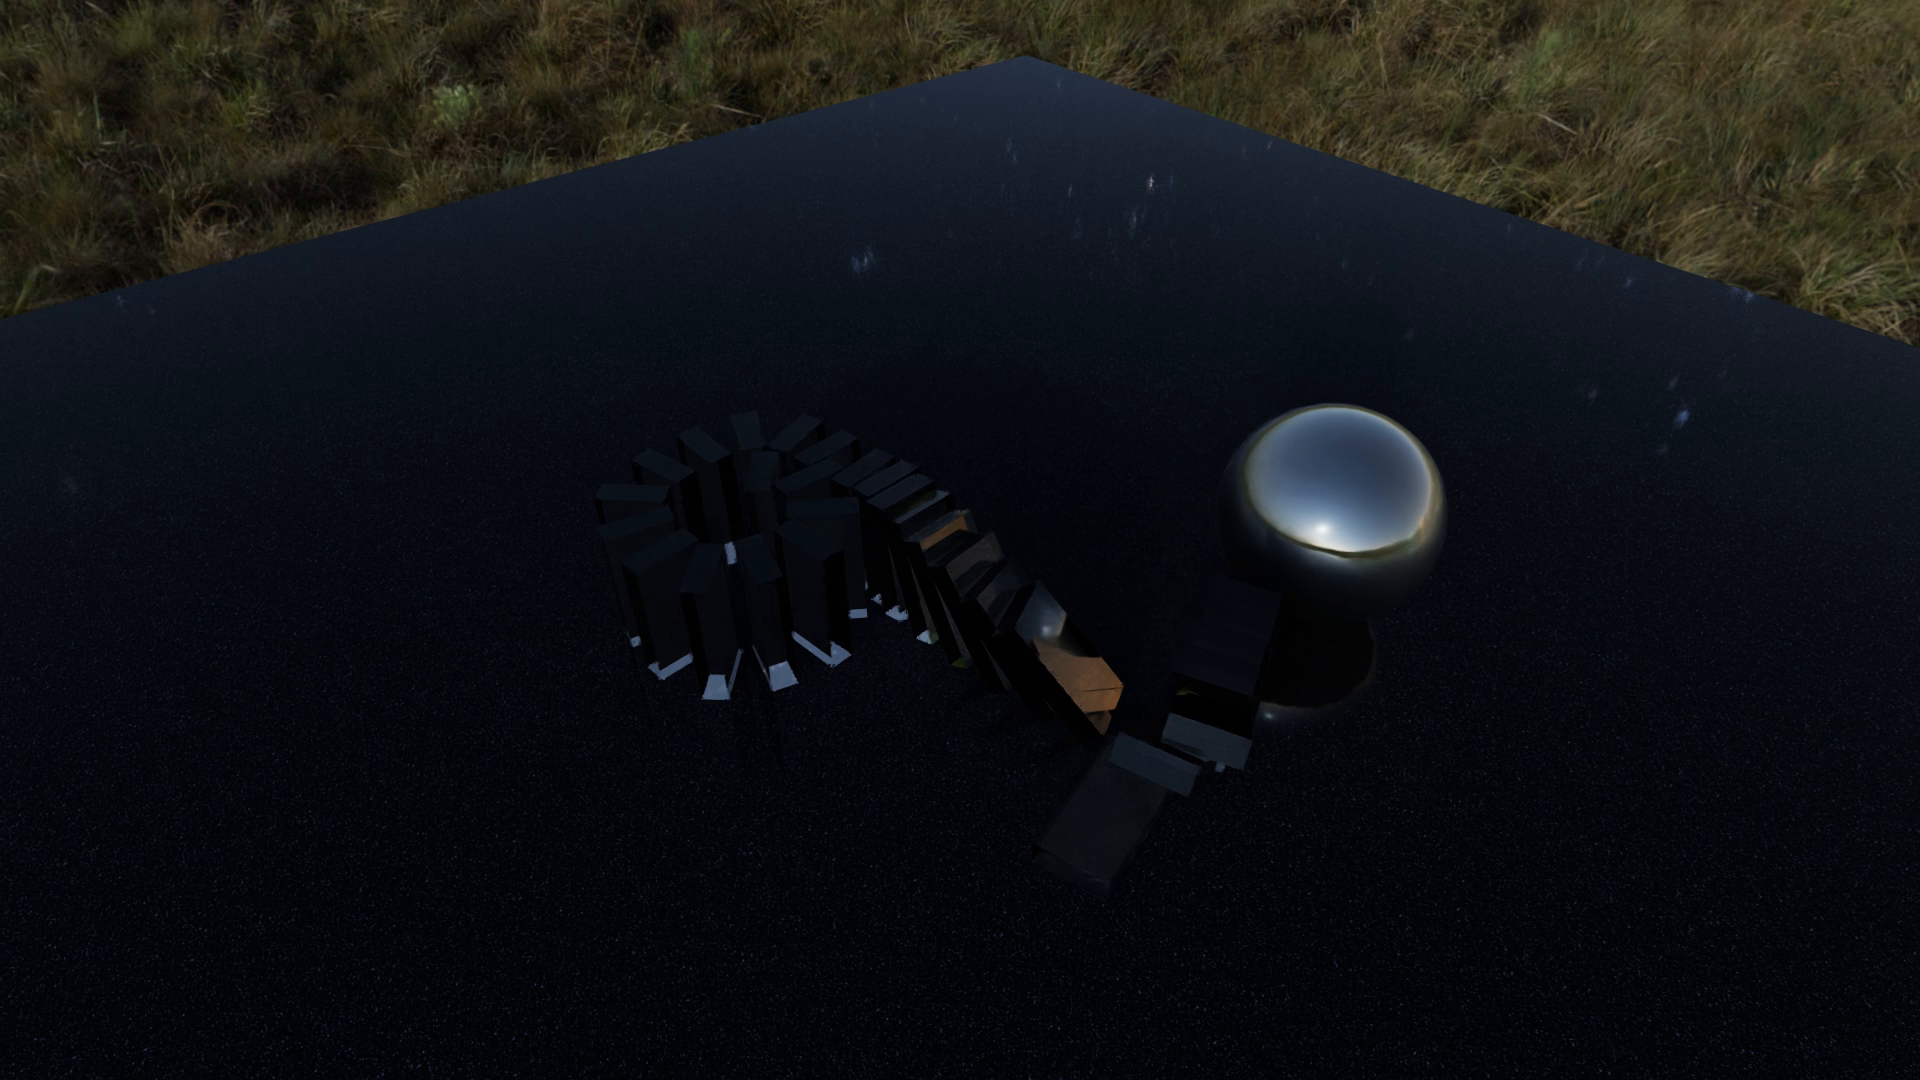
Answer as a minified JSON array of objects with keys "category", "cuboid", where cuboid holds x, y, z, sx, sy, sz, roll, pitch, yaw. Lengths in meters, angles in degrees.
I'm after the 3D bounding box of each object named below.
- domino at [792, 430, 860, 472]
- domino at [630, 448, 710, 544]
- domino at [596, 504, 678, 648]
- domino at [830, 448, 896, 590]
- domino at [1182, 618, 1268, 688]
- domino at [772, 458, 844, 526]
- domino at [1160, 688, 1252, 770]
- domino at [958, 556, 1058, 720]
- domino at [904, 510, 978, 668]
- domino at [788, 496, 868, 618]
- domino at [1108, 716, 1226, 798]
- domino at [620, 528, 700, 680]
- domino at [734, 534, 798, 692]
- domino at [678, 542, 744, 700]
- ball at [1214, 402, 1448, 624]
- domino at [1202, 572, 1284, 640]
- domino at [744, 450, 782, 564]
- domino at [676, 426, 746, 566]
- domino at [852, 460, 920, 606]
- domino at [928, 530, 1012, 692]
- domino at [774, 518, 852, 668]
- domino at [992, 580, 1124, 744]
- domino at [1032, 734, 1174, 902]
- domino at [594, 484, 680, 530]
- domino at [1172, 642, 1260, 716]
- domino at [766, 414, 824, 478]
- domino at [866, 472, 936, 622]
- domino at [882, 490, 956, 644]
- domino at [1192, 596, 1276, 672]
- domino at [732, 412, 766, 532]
[{"category":"domino","cuboid":[-0.050,-0.015,0.430,0.010,0.050,0.025,29,47,34]},{"category":"domino","cuboid":[-0.109,-0.008,0.421,0.025,0.050,0.009,24,45,27]},{"category":"domino","cuboid":[-0.111,0.013,0.395,0.025,0.050,0.010,-20,43,-23]},{"category":"domino","cuboid":[-0.035,-0.007,0.420,0.010,0.050,0.025,25,46,31]},{"category":"domino","cuboid":[0.089,0.039,0.367,0.025,0.050,0.010,17,79,19]},{"category":"domino","cuboid":[-0.055,-0.004,0.416,0.025,0.050,0.009,-27,44,-29]},{"category":"domino","cuboid":[0.078,0.059,0.347,0.025,0.010,0.050,18,5,13]},{"category":"domino","cuboid":[0.022,0.034,0.375,0.010,0.050,0.025,-19,19,46]},{"category":"domino","cuboid":[0.000,0.017,0.391,0.025,0.050,0.009,-33,23,-34]},{"category":"domino","cuboid":[-0.048,0.008,0.402,0.025,0.050,0.009,-4,40,-5]},{"category":"domino","cuboid":[0.066,0.066,0.340,0.025,0.009,0.050,21,5,24]},{"category":"domino","cuboid":[-0.100,0.023,0.384,0.025,0.050,0.009,-32,49,-33]},{"category":"domino","cuboid":[-0.067,0.025,0.380,0.009,0.050,0.025,-17,42,-19]},{"category":"domino","cuboid":[-0.085,0.028,0.377,0.009,0.050,0.025,1,39,2]},{"category":"ball","cuboid":[0.133,-0.010,0.400,0.080,0.080,0.080,0,39,0]},{"category":"domino","cuboid":[0.099,0.025,0.384,0.025,0.050,0.010,17,79,19]},{"category":"domino","cuboid":[-0.072,-0.006,0.419,0.009,0.050,0.025,-2,39,0]},{"category":"domino","cuboid":[-0.097,-0.017,0.432,0.009,0.050,0.025,-29,48,-31]},{"category":"domino","cuboid":[-0.025,-0.002,0.413,0.025,0.050,0.010,-32,41,-33]},{"category":"domino","cuboid":[0.011,0.025,0.383,0.025,0.050,0.009,-36,17,-35]},{"category":"domino","cuboid":[-0.052,0.019,0.388,0.025,0.050,0.010,30,48,32]},{"category":"domino","cuboid":[0.034,0.041,0.367,0.010,0.050,0.025,-25,22,40]},{"category":"domino","cuboid":[0.046,0.085,0.340,0.025,0.010,0.050,22,44,25]},{"category":"domino","cuboid":[-0.117,0.002,0.409,0.025,0.050,0.009,2,39,3]},{"category":"domino","cuboid":[0.084,0.046,0.359,0.025,0.050,0.010,17,79,19]},{"category":"domino","cuboid":[-0.063,-0.022,0.438,0.010,0.050,0.025,18,43,21]},{"category":"domino","cuboid":[-0.019,0.003,0.407,0.025,0.050,0.009,-32,41,-33]},{"category":"domino","cuboid":[-0.010,0.010,0.399,0.025,0.050,0.010,-32,32,-33]},{"category":"domino","cuboid":[0.094,0.032,0.375,0.025,0.050,0.010,17,79,19]},{"category":"domino","cuboid":[-0.082,-0.023,0.440,0.009,0.050,0.025,-12,41,-14]}]
